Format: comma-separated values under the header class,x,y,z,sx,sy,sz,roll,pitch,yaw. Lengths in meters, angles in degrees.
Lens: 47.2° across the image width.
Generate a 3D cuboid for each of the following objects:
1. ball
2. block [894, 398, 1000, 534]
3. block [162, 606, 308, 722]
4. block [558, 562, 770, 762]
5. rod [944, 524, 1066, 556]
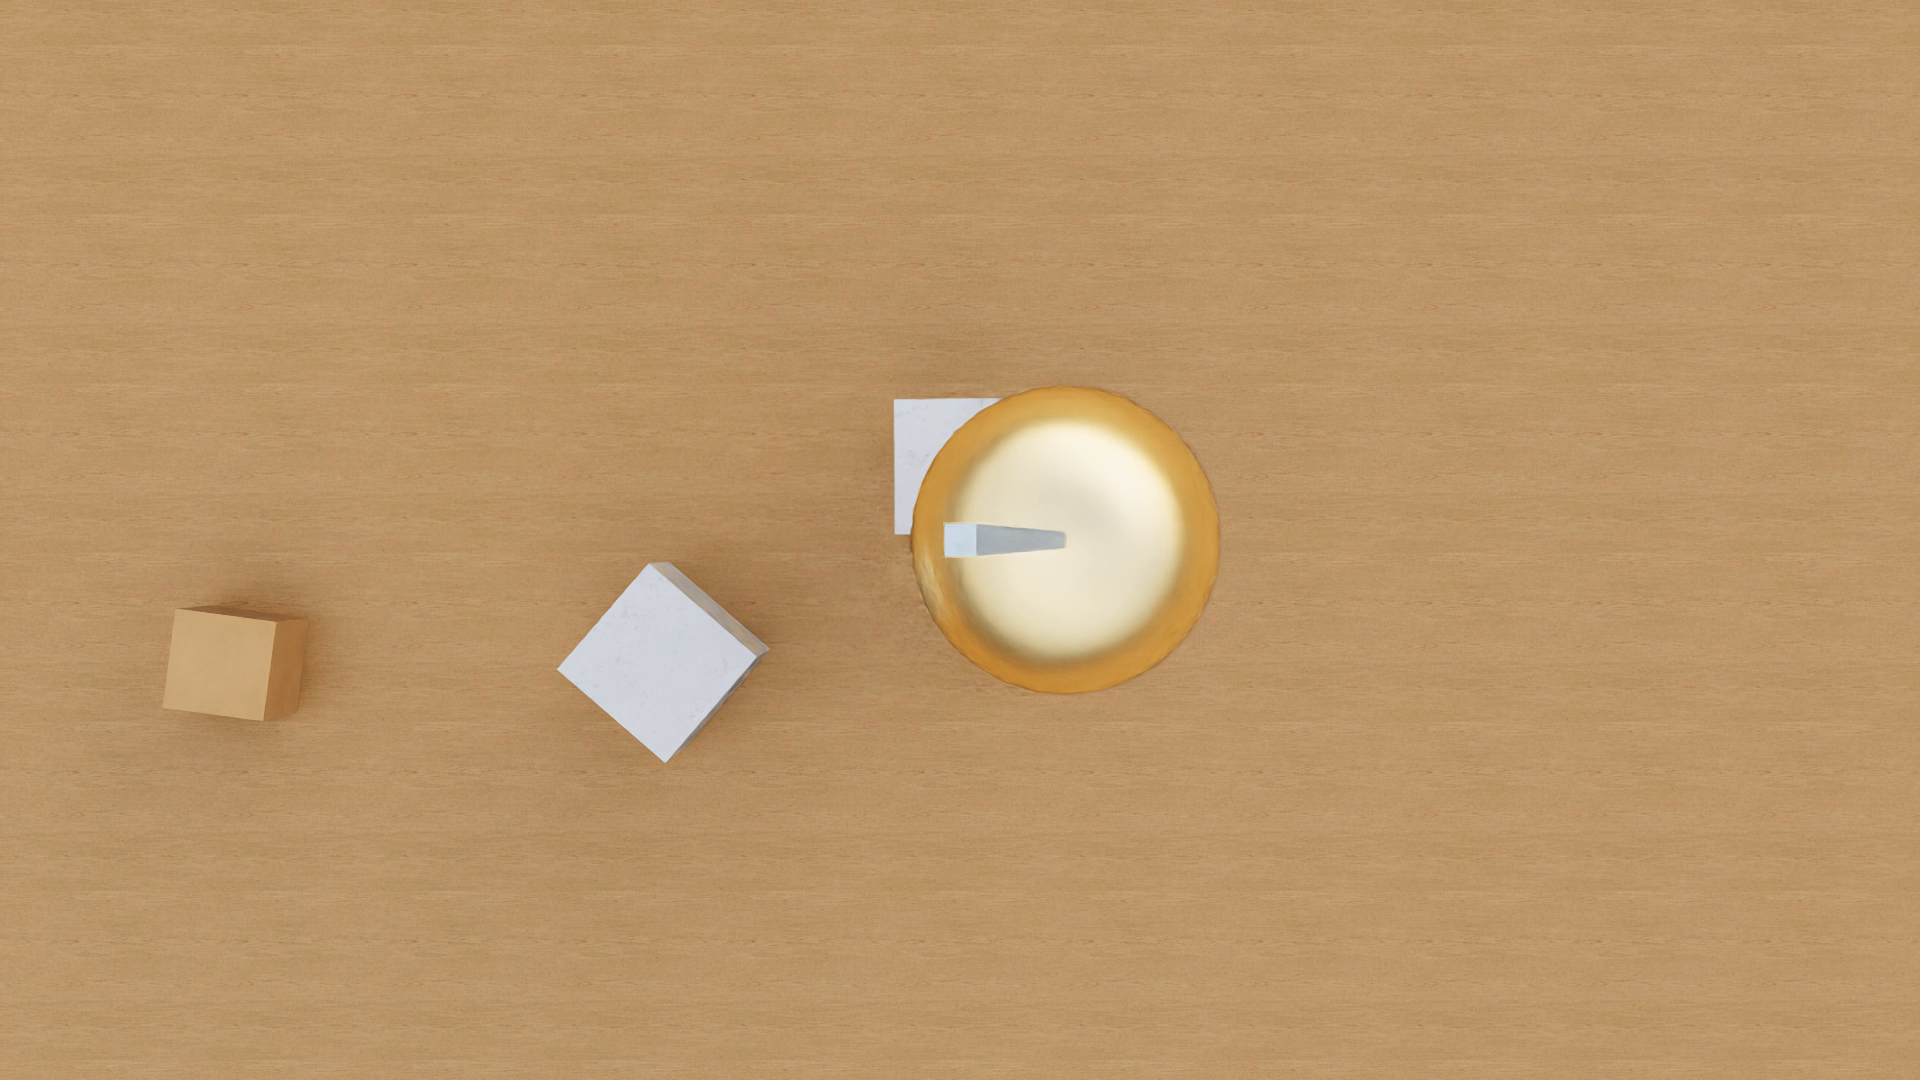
class,x,y,z,sx,sy,sz,roll,pitch,yaw
ball,0.541,0.000,11.344,1.600,1.600,1.600,0,90,0
block,-0.020,-0.415,12.669,0.697,0.662,0.753,-1,90,0
block,-4.170,0.703,12.691,0.572,0.619,0.564,8,90,0
block,-1.672,0.680,12.569,0.790,0.862,0.773,41,90,0
rod,0.235,0.000,7.958,0.080,5.200,0.080,0,90,5
